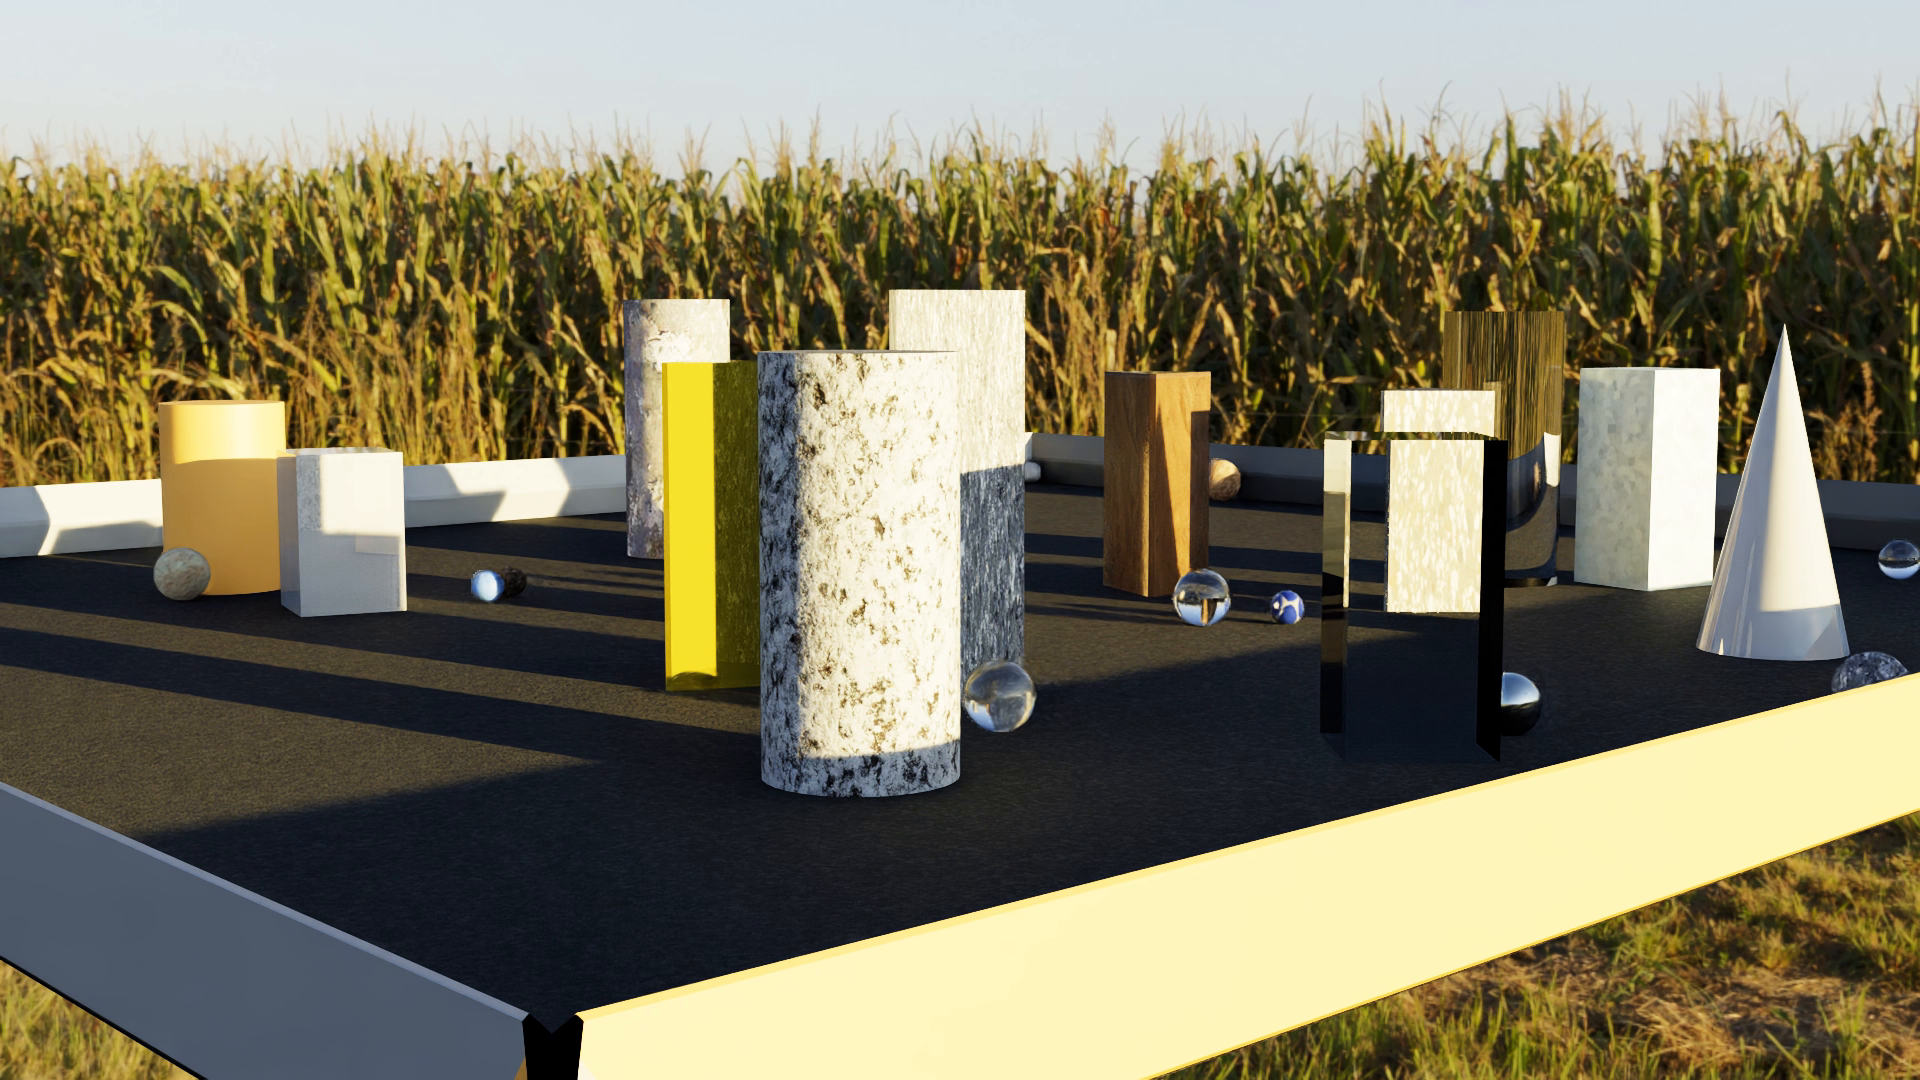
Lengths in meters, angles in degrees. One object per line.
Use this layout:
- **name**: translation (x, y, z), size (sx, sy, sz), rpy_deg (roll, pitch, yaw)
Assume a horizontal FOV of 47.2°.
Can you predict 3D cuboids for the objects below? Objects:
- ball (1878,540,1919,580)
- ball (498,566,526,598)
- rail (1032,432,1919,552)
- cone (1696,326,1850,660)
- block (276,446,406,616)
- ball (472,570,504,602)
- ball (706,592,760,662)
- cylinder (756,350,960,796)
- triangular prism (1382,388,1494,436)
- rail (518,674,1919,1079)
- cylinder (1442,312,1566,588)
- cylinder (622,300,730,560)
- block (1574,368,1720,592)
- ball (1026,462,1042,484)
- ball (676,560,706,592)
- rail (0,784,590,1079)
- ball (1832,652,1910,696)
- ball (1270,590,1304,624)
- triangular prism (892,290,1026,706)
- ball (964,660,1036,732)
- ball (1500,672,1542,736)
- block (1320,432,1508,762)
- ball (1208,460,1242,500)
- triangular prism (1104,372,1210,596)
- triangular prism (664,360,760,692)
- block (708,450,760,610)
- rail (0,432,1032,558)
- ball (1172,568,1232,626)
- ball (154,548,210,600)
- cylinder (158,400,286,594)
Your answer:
- **ball**: translation (1.544, 0.033, 3.613), size (0.064, 0.064, 0.064), rpy_deg (0, 6, 0)
- **ball**: translation (-0.693, 0.065, 3.396), size (0.047, 0.047, 0.047), rpy_deg (0, 6, 0)
- **rail**: translation (1.256, -0.090, 4.485), size (0.045, 0.123, 3.206), rpy_deg (-6, 8, -42)
- **cone**: translation (1.064, -0.068, 2.859), size (0.190, 0.424, 0.190), rpy_deg (0, 6, 0)
- **block**: translation (-0.920, -0.016, 3.268), size (0.152, 0.234, 0.152), rpy_deg (-3, 7, -27)
- **ball**: translation (-0.716, 0.071, 3.338), size (0.048, 0.048, 0.048), rpy_deg (0, 6, 0)
- **ball**: translation (-0.276, 0.110, 2.776), size (0.088, 0.088, 0.088), rpy_deg (0, 6, 0)
- **cylinder**: translation (-0.095, 0.024, 2.082), size (0.190, 0.404, 0.190), rpy_deg (0, 6, 0)
- **triangular prism**: translation (0.711, -0.068, 3.346), size (0.164, 0.322, 0.142), rpy_deg (0, 6, 2)
- **rail**: translation (1.071, 0.154, 2.178), size (3.465, 0.123, 0.045), rpy_deg (-6, 8, -42)
- **cylinder**: translation (0.881, -0.152, 3.581), size (0.190, 0.439, 0.190), rpy_deg (0, 6, 0)
- **cylinder**: translation (-0.510, -0.204, 3.979), size (0.190, 0.459, 0.190), rpy_deg (0, 6, 0)
- **block**: translation (1.108, -0.103, 3.552), size (0.152, 0.347, 0.152), rpy_deg (-4, 7, -32)
- **ball**: translation (0.179, -0.171, 5.591), size (0.056, 0.056, 0.056), rpy_deg (0, 6, 0)
- **ball**: translation (-0.424, 0.056, 3.465), size (0.049, 0.049, 0.049), rpy_deg (0, 6, 0)
- **rail**: translation (-1.256, 0.154, 2.180), size (0.045, 0.123, 3.206), rpy_deg (-6, 8, -42)
- **ball**: translation (0.972, 0.159, 2.343), size (0.080, 0.080, 0.080), rpy_deg (0, 6, 0)
- **ball**: translation (0.461, 0.095, 3.103), size (0.048, 0.048, 0.048), rpy_deg (0, 6, 0)
- **triangular prism**: translation (-0.032, -0.051, 2.504), size (0.164, 0.464, 0.142), rpy_deg (-3, 7, -27)
- **ball**: translation (0.042, 0.164, 2.312), size (0.076, 0.076, 0.076), rpy_deg (0, 6, 0)
- **ball**: translation (0.572, 0.171, 2.292), size (0.067, 0.067, 0.067), rpy_deg (0, 6, 0)
- **block**: translation (0.454, 0.053, 2.220), size (0.152, 0.317, 0.152), rpy_deg (0, 6, 0)
- **ball**: translation (0.604, -0.138, 5.088), size (0.095, 0.095, 0.095), rpy_deg (0, 6, 0)
- **triangular prism**: translation (0.290, -0.094, 3.489), size (0.142, 0.344, 0.164), rpy_deg (5, 8, 38)
- **triangular prism**: translation (-0.289, -0.024, 2.639), size (0.164, 0.382, 0.142), rpy_deg (-2, 6, -21)
- **block**: translation (-0.254, -0.002, 3.114), size (0.152, 0.238, 0.152), rpy_deg (2, 6, 20)
- **rail**: translation (-1.071, -0.090, 4.486), size (3.465, 0.123, 0.045), rpy_deg (-6, 8, -42)
- **ball**: translation (0.339, 0.081, 3.082), size (0.081, 0.081, 0.081), rpy_deg (0, 6, 0)
- **ball**: translation (-1.186, 0.052, 3.353), size (0.082, 0.082, 0.082), rpy_deg (0, 6, 0)
- **cylinder**: translation (-1.170, -0.071, 3.501), size (0.190, 0.295, 0.190), rpy_deg (0, 6, 0)
